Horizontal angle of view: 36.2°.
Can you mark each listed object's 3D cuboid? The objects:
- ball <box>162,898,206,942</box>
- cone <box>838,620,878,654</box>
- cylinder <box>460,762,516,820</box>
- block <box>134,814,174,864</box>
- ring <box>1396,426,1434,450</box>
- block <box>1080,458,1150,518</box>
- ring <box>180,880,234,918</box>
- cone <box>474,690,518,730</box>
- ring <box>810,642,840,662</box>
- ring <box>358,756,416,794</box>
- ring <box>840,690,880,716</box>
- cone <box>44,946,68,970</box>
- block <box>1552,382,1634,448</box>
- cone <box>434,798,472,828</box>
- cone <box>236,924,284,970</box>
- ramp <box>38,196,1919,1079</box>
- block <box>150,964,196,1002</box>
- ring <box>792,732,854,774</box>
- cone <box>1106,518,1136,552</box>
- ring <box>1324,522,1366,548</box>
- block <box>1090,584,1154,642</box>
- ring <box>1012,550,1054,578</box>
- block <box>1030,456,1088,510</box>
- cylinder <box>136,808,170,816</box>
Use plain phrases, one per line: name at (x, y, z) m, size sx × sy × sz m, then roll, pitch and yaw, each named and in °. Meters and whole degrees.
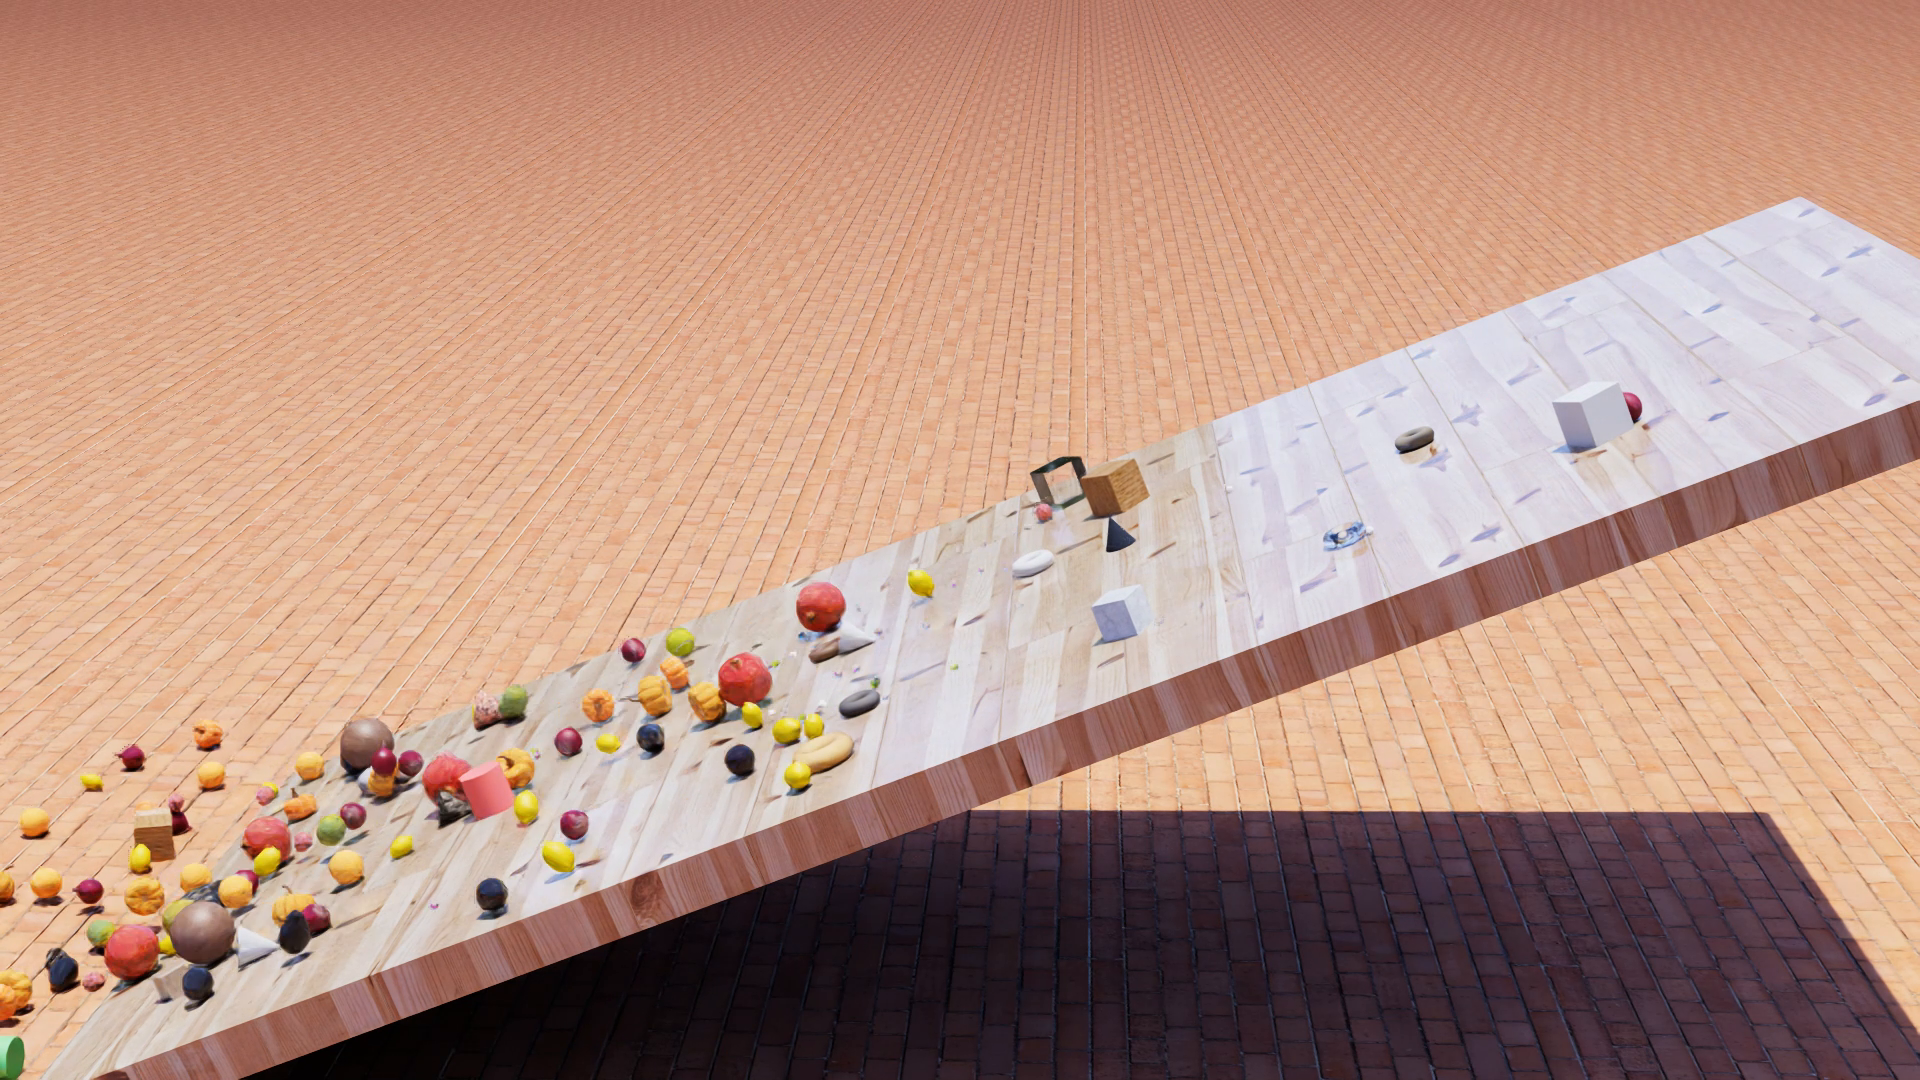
ball at (-1.649, 0.808, 6.251) m, size 0.091 × 0.091 × 0.091 m, roll 0°, pitch 14°, yaw 0°
cone at (-0.218, 0.216, 6.396) m, size 0.078 × 0.078 × 0.078 m, roll 6°, pitch 14°, yaw 5°
cylinder at (-1.009, 0.535, 6.288) m, size 0.093 × 0.093 × 0.093 m, roll -21°, pitch 12°, yaw 5°
block at (-1.966, 0.727, 7.172) m, size 0.090 × 0.090 × 0.090 m, roll -4°, pitch 14°, yaw -15°
ring at (0.953, -0.212, 6.169) m, size 0.087 × 0.029 × 0.087 m, roll -22°, pitch 11°, yaw 4°
block at (0.351, -0.119, 6.685) m, size 0.096 × 0.096 × 0.096 m, roll -32°, pitch 15°, yaw -37°
ring at (-1.656, 0.793, 6.434) m, size 0.147 × 0.049 × 0.147 m, roll -23°, pitch 11°, yaw 5°
cone at (-1.118, 0.415, 7.125) m, size 0.099 × 0.099 × 0.099 m, roll 5°, pitch 14°, yaw 2°
ring at (-0.295, 0.244, 6.436) m, size 0.075 × 0.025 × 0.075 m, roll -23°, pitch 11°, yaw 5°
ring at (-1.350, 0.552, 6.935) m, size 0.146 × 0.049 × 0.146 m, roll -20°, pitch 13°, yaw 5°
ring at (-0.202, 0.327, 5.896) m, size 0.087 × 0.029 × 0.087 m, roll -20°, pitch 13°, yaw 5°
cone at (-2.004, 0.930, 6.487) m, size 0.053 × 0.053 × 0.053 m, roll -13°, pitch -14°, yaw -43°
block at (1.218, -0.241, 5.658) m, size 0.095 × 0.095 × 0.095 m, roll -27°, pitch 13°, yaw -20°
cone at (-1.083, 0.581, 6.354) m, size 0.083 × 0.083 × 0.083 m, roll -21°, pitch 20°, yaw -18°
cone at (-1.401, 0.816, 5.894) m, size 0.090 × 0.090 × 0.090 m, roll 2°, pitch 13°, yaw -15°
ramp at (0.124, 0.173, 6.291) m, size 4.000 × 0.100 × 2.000 m, roll -21°, pitch 12°, yaw 7°
block at (-1.572, 0.883, 5.874) m, size 0.054 × 0.054 × 0.054 m, roll -31°, pitch 15°, yaw -36°
ring at (-0.263, 0.407, 5.625) m, size 0.125 × 0.042 × 0.125 m, roll -21°, pitch 13°, yaw 5°
cone at (0.334, -0.020, 6.342) m, size 0.071 × 0.071 × 0.071 m, roll -21°, pitch 12°, yaw 5°
ring at (0.741, -0.010, 5.670) m, size 0.087 × 0.029 × 0.087 m, roll -22°, pitch 11°, yaw 4°
block at (0.314, 0.141, 5.662) m, size 0.077 × 0.077 × 0.077 m, roll -14°, pitch 15°, yaw 35°
ring at (0.159, 0.052, 6.440) m, size 0.098 × 0.033 × 0.098 m, roll -22°, pitch 13°, yaw 5°
block at (0.242, -0.135, 6.955) m, size 0.095 × 0.095 × 0.095 m, roll -28°, pitch 13°, yaw -23°
cylinder at (-1.992, 0.709, 7.265) m, size 0.082 × 0.082 × 0.082 m, roll -4°, pitch 14°, yaw -14°
